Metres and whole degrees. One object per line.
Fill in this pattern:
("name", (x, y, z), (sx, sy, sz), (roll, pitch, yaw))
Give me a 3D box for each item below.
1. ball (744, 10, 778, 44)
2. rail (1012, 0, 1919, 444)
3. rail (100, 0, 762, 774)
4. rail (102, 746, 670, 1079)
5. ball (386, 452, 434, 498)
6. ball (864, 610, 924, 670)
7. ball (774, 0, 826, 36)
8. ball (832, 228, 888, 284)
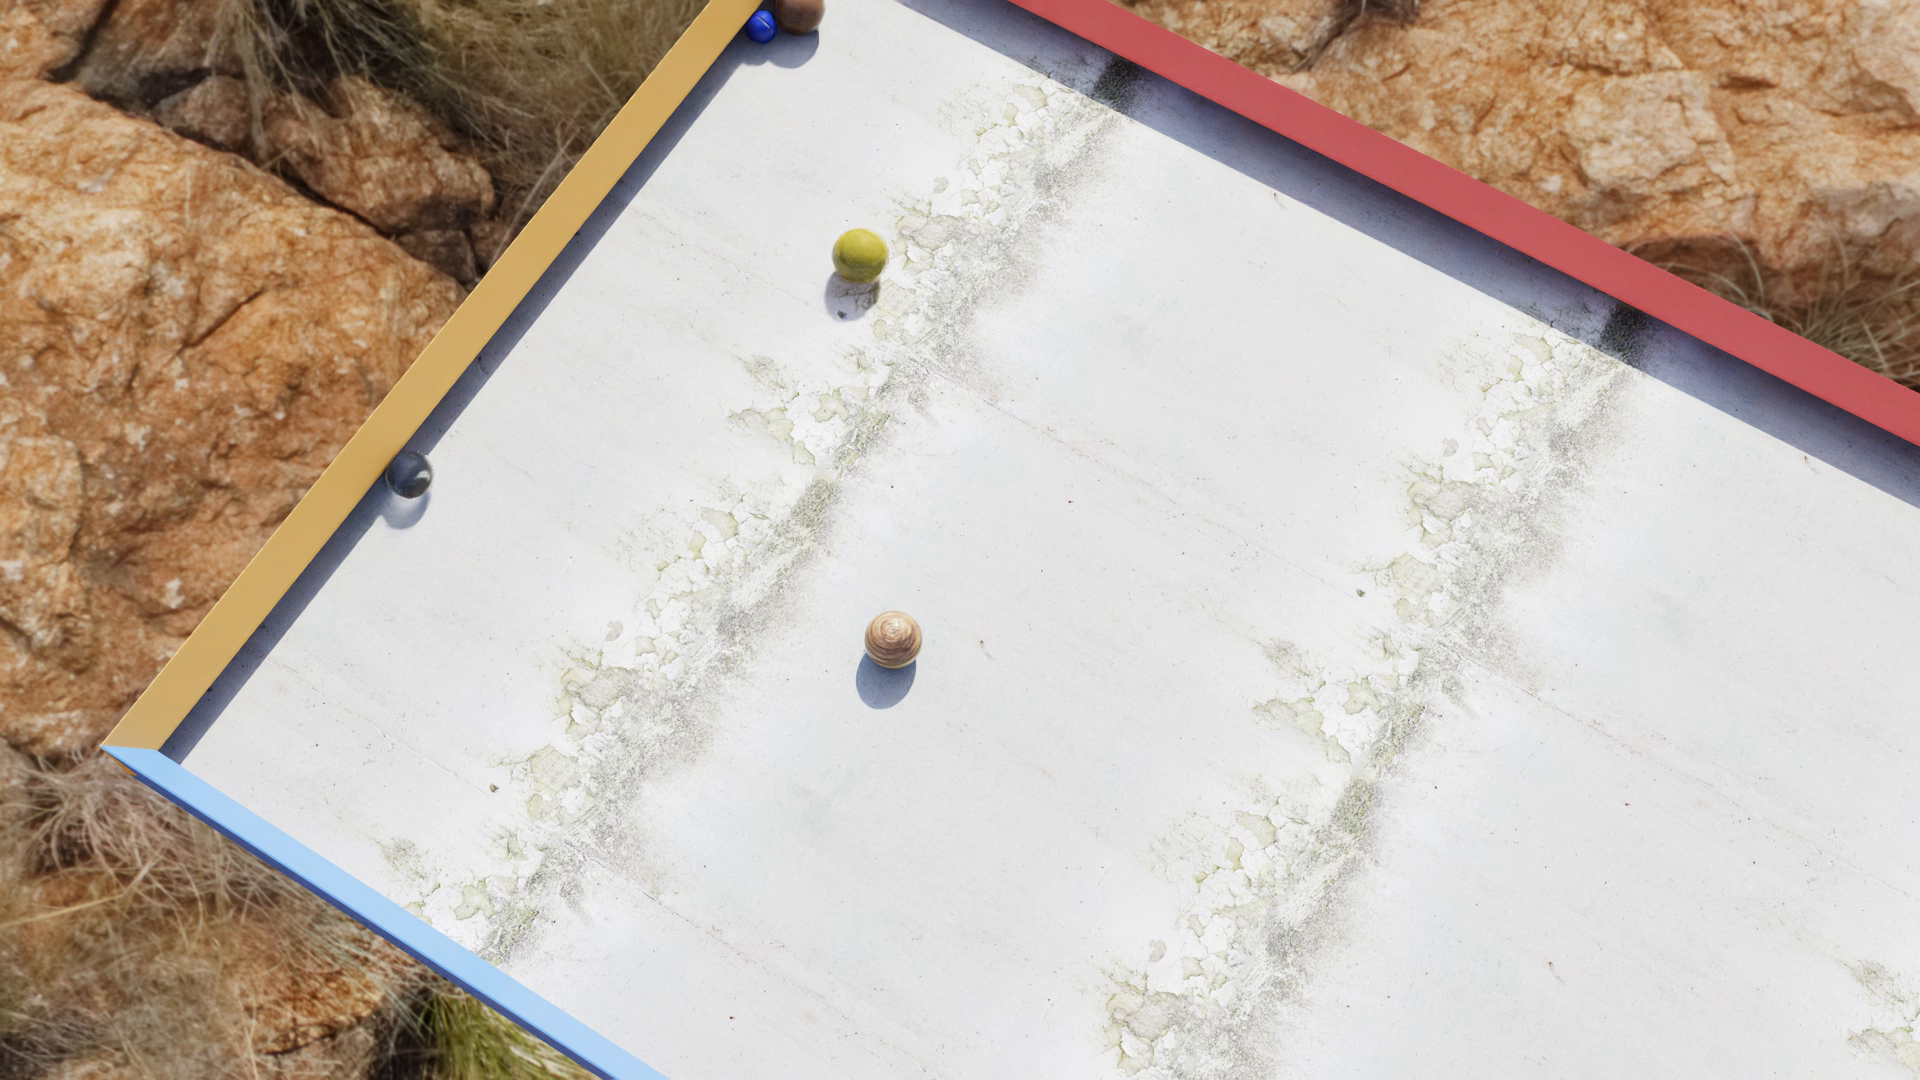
("ball", (-0.362, -0.932, 4.001), (0.060, 0.060, 0.060), (0, 65, 0))
("rail", (1.287, -0.338, 3.688), (3.634, 0.127, 0.045), (29, 68, 13))
("rail", (-0.755, -0.428, 3.729), (0.045, 0.127, 2.008), (29, 68, 13))
("rail", (0.264, 1.180, 2.985), (3.634, 0.127, 0.045), (29, 68, 13))
("ball", (-0.904, -0.105, 3.609), (0.075, 0.075, 0.075), (0, 65, 0))
("ball", (-0.105, 0.157, 3.478), (0.093, 0.093, 0.093), (0, 65, 0))
("ball", (-0.292, -0.967, 3.997), (0.095, 0.095, 0.095), (0, 65, 0))
("ball", (-0.173, -0.488, 3.775), (0.096, 0.096, 0.096), (0, 65, 0))
